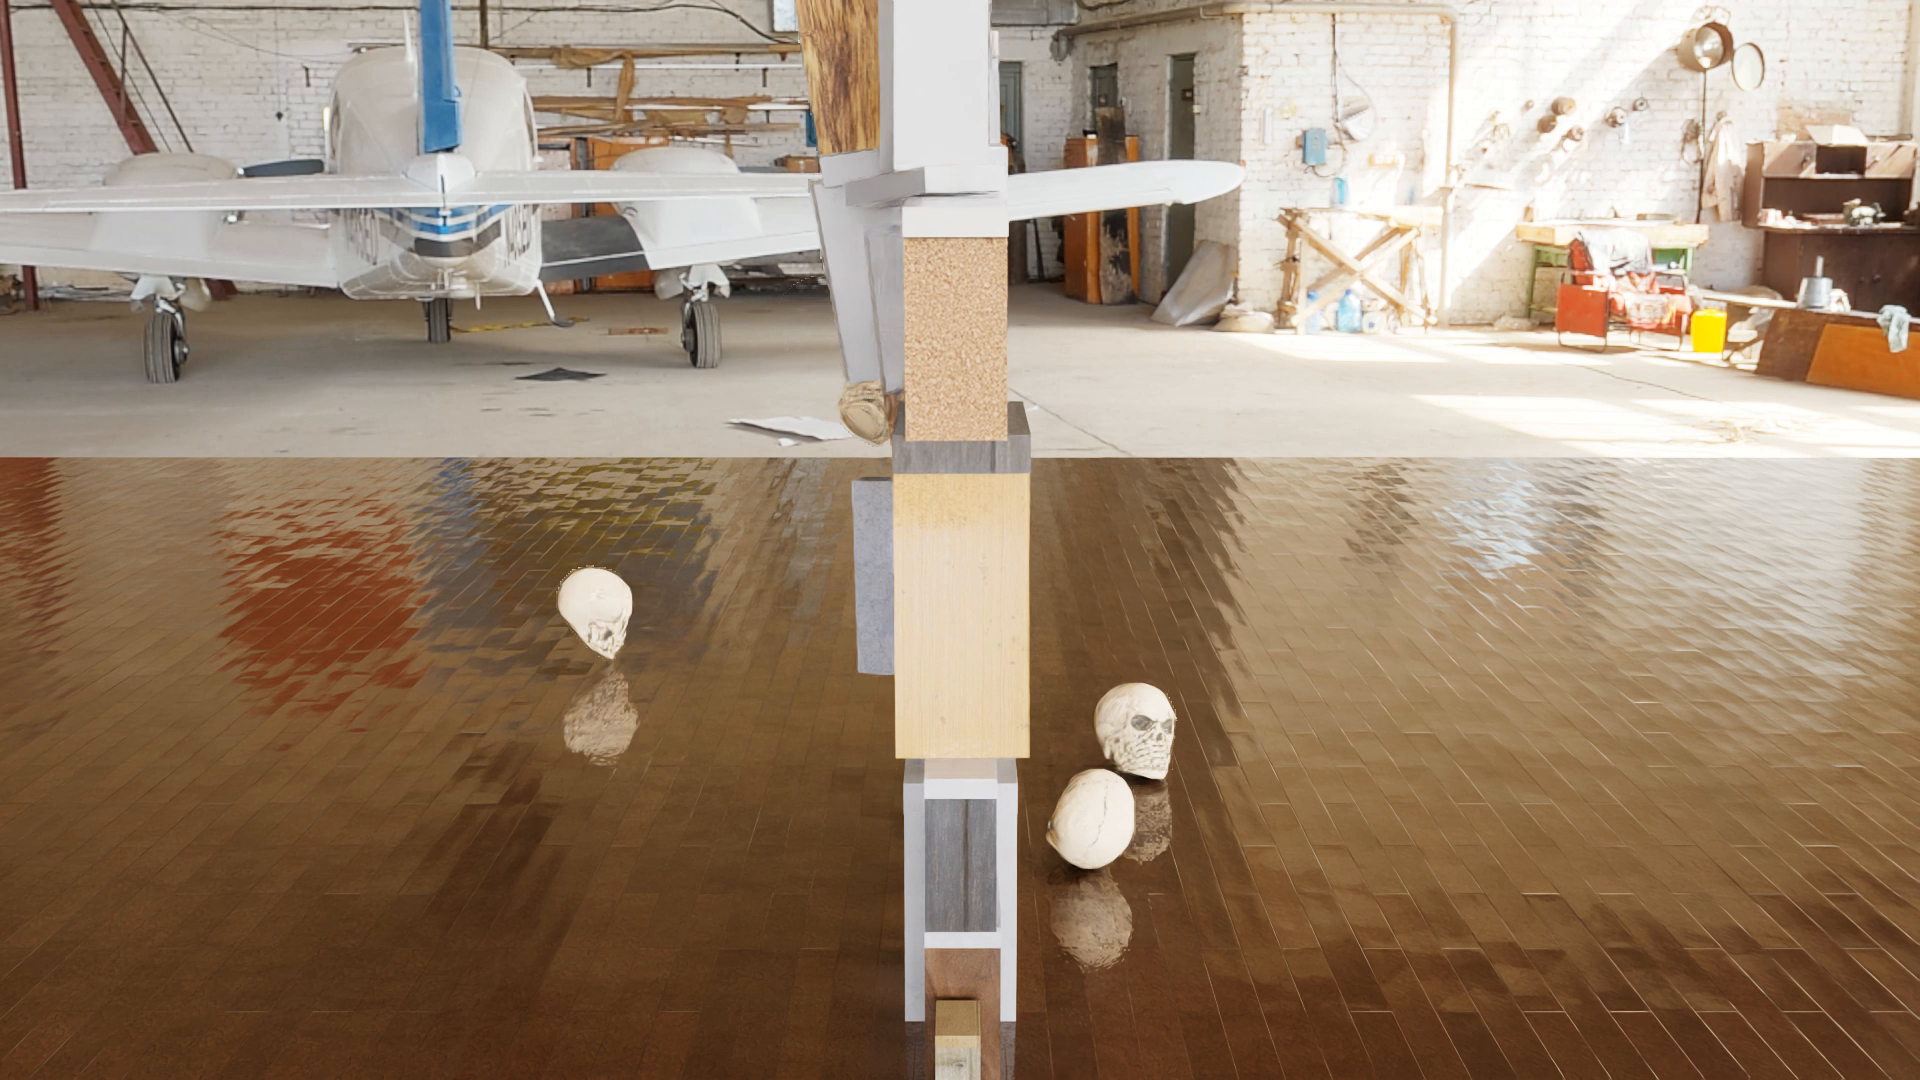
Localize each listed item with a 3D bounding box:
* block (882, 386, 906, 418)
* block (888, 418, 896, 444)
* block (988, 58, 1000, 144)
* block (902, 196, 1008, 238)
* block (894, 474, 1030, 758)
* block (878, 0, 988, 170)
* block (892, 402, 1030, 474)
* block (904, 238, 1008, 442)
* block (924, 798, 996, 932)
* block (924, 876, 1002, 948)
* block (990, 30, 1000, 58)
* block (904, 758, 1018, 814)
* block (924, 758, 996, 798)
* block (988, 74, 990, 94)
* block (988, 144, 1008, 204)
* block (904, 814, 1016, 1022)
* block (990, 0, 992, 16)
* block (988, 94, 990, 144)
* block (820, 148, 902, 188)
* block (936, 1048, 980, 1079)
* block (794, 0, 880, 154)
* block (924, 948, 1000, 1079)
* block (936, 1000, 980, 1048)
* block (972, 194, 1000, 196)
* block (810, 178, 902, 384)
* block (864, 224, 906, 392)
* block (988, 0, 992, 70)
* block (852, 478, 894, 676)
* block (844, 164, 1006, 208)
[{"bbox_3d":[-0.057,-0.239,3.365,0.119,0.034,0.238,-10,16,0],"label":"block"},{"bbox_3d":[-0.034,-0.094,3.231,0.119,0.034,0.238,-10,54,1],"label":"block"},{"bbox_3d":[-0.005,-0.731,4.040,0.159,0.319,0.045,-1,-18,1],"label":"block"},{"bbox_3d":[-0.005,-0.407,2.767,0.127,0.036,0.254,0,12,0],"label":"block"},{"bbox_3d":[0.003,0.094,2.879,0.175,0.383,0.050,0,11,0],"label":"block"},{"bbox_3d":[-0.035,-0.681,2.939,0.144,0.365,0.041,-6,13,-29],"label":"block"},{"bbox_3d":[0.002,-0.140,2.954,0.175,0.050,0.351,0,10,0],"label":"block"},{"bbox_3d":[-0.005,-0.250,2.727,0.127,0.254,0.036,0,18,0],"label":"block"},{"bbox_3d":[0.001,0.415,2.848,0.093,0.185,0.026,0,11,0],"label":"block"},{"bbox_3d":[0.004,0.501,2.970,0.100,0.028,0.201,0,11,0],"label":"block"},{"bbox_3d":[-0.010,-0.921,4.193,0.159,0.045,0.319,-2,4,-1],"label":"block"},{"bbox_3d":[0.001,0.331,3.207,0.158,0.045,0.317,0,11,0],"label":"block"},{"bbox_3d":[0.001,0.300,2.889,0.093,0.026,0.185,0,11,0],"label":"block"},{"bbox_3d":[-0.014,-0.787,3.782,0.126,0.036,0.253,-1,9,2],"label":"block"},{"bbox_3d":[-0.007,-0.428,3.500,0.155,0.396,0.044,-3,18,-11],"label":"block"},{"bbox_3d":[0.001,0.528,3.136,0.158,0.317,0.045,0,11,0],"label":"block"},{"bbox_3d":[-0.006,-0.946,3.894,0.122,0.034,0.243,0,-15,0],"label":"block"},{"bbox_3d":[-0.010,-0.657,3.887,0.126,0.253,0.036,-1,9,3],"label":"block"},{"bbox_3d":[-0.112,-0.608,3.366,0.155,0.044,0.310,-7,21,9],"label":"block"},{"bbox_3d":[-0.003,0.693,2.802,0.057,0.114,0.016,0,11,0],"label":"block"},{"bbox_3d":[-0.152,-0.711,3.178,0.144,0.288,0.041,-6,22,8],"label":"block"},{"bbox_3d":[0.004,0.626,2.925,0.100,0.201,0.028,0,11,0],"label":"block"},{"bbox_3d":[-0.003,0.622,2.827,0.057,0.016,0.114,0,11,0],"label":"block"},{"bbox_3d":[-0.003,-0.323,3.000,0.121,0.288,0.034,-4,11,-9],"label":"block"},{"bbox_3d":[-0.123,-0.406,3.354,0.155,0.310,0.044,-13,19,-10],"label":"block"},{"bbox_3d":[-0.066,-0.345,3.219,0.121,0.242,0.034,-12,30,-12],"label":"block"},{"bbox_3d":[-0.012,-0.957,3.717,0.121,0.318,0.034,-2,8,2],"label":"block"},{"bbox_3d":[-0.100,0.068,4.036,0.180,0.359,0.051,1,10,17],"label":"block"},{"bbox_3d":[-0.051,-0.486,3.024,0.121,0.034,0.242,-6,6,-28],"label":"block"}]
